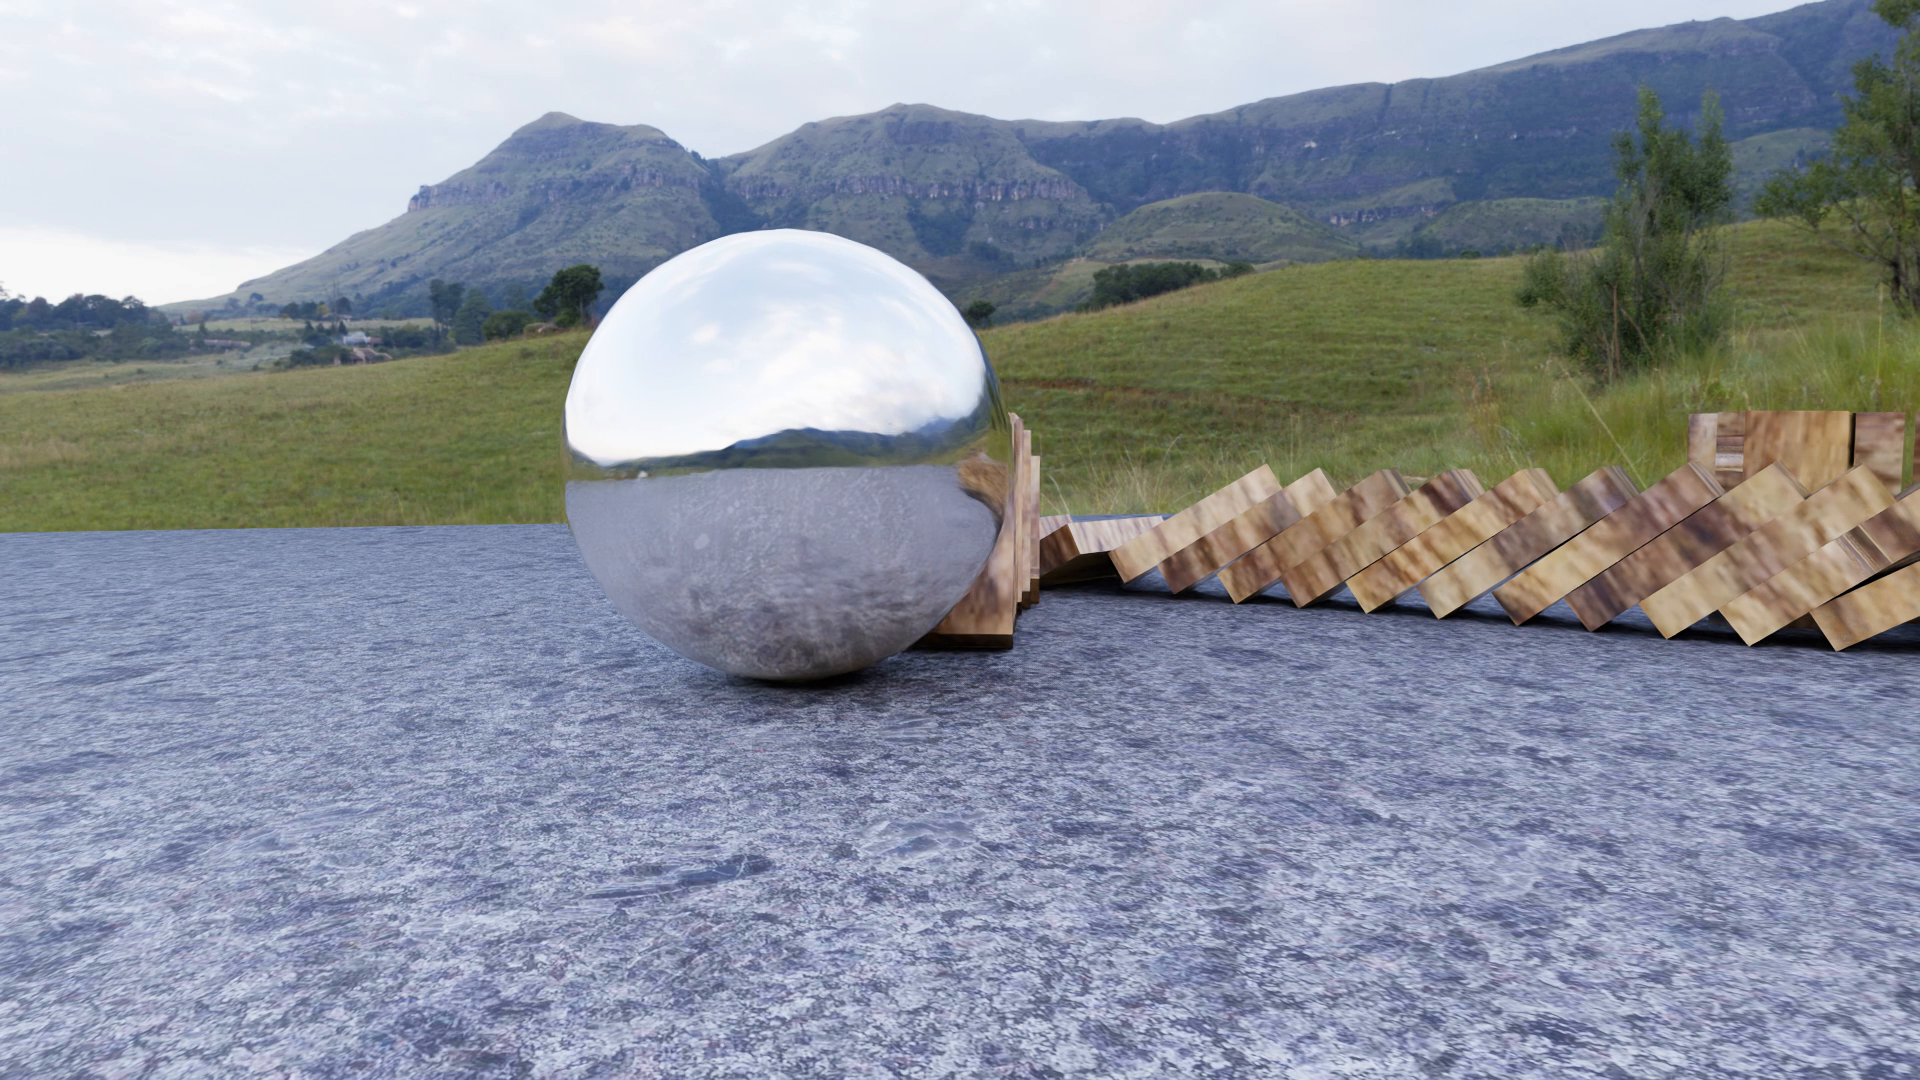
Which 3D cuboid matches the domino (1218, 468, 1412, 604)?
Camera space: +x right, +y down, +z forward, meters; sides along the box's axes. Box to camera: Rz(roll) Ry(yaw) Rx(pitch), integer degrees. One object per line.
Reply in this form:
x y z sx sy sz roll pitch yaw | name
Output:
0.095 -0.001 0.342 0.050 0.010 0.025 -36 -13 26 | domino

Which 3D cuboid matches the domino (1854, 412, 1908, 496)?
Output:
0.227 -0.006 0.318 0.010 0.050 0.025 3 5 38 | domino

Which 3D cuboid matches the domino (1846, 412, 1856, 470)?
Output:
0.211 -0.007 0.324 0.009 0.050 0.025 -1 4 -10 | domino

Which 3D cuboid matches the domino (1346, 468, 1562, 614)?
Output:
0.124 0.000 0.321 0.050 0.010 0.025 -39 -18 31 | domino

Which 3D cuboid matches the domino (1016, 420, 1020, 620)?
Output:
0.002 -0.006 0.316 0.025 0.050 0.009 0 -21 4 | domino

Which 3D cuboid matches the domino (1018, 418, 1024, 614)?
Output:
0.003 -0.006 0.326 0.025 0.050 0.010 0 -22 3 | domino

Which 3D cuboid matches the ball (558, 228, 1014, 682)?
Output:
-0.030 -0.015 0.230 0.080 0.080 0.080 0 4 0 | ball

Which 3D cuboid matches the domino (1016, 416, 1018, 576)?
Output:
0.001 -0.005 0.305 0.025 0.050 0.009 0 -21 4 | domino

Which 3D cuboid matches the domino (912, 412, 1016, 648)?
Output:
-0.001 -0.003 0.274 0.025 0.050 0.010 0 -21 3 | domino

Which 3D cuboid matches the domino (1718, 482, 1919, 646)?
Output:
0.187 0.003 0.269 0.050 0.009 0.025 -42 -19 29 | domino

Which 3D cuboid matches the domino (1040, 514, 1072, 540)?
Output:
0.014 0.003 0.393 0.025 0.010 0.050 -30 -11 29 | domino

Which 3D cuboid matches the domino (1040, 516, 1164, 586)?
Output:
0.040 0.004 0.387 0.025 0.010 0.050 -32 -17 37 | domino

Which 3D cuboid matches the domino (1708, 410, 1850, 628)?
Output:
0.191 -0.005 0.299 0.025 0.050 0.009 0 4 -5 | domino

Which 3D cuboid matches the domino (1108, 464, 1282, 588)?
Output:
0.066 -0.003 0.365 0.050 0.010 0.025 -30 -8 3 | domino

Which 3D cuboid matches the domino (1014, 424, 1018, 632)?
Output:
0.000 -0.004 0.295 0.025 0.050 0.010 0 -21 4 | domino

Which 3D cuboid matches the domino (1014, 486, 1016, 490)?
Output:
-0.001 -0.003 0.284 0.025 0.050 0.009 0 -21 4 | domino

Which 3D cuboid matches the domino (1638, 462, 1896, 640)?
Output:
0.174 0.002 0.278 0.050 0.010 0.025 -42 -19 29 | domino

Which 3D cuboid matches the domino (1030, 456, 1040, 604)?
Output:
0.010 -0.004 0.358 0.025 0.010 0.050 0 44 3 | domino

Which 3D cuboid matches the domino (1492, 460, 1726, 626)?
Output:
0.151 0.001 0.299 0.050 0.010 0.025 -42 -20 30 | domino

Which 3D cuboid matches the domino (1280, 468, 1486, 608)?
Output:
0.109 0.000 0.331 0.050 0.009 0.025 -38 -17 30 | domino

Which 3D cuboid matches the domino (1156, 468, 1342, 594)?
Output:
0.080 -0.002 0.353 0.050 0.009 0.025 -33 -11 18 | domino

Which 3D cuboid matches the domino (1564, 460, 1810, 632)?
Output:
0.163 0.001 0.288 0.050 0.010 0.025 -43 -20 31 | domino

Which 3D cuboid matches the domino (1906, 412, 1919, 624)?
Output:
0.238 -0.005 0.304 0.025 0.050 0.010 -2 5 -25 | domino

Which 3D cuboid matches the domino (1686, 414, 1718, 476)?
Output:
0.195 -0.006 0.317 0.010 0.050 0.025 -4 6 -40 | domino

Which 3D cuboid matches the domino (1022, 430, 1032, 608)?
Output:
0.006 -0.006 0.341 0.025 0.050 0.009 0 -31 3 | domino

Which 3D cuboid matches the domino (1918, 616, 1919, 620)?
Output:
0.222 0.007 0.255 0.050 0.009 0.025 -31 -9 23 | domino

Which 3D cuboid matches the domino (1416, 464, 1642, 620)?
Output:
0.137 0.001 0.310 0.050 0.009 0.025 -40 -19 31 | domino

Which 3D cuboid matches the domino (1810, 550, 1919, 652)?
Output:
0.202 0.006 0.261 0.050 0.010 0.025 -36 -16 31 | domino
